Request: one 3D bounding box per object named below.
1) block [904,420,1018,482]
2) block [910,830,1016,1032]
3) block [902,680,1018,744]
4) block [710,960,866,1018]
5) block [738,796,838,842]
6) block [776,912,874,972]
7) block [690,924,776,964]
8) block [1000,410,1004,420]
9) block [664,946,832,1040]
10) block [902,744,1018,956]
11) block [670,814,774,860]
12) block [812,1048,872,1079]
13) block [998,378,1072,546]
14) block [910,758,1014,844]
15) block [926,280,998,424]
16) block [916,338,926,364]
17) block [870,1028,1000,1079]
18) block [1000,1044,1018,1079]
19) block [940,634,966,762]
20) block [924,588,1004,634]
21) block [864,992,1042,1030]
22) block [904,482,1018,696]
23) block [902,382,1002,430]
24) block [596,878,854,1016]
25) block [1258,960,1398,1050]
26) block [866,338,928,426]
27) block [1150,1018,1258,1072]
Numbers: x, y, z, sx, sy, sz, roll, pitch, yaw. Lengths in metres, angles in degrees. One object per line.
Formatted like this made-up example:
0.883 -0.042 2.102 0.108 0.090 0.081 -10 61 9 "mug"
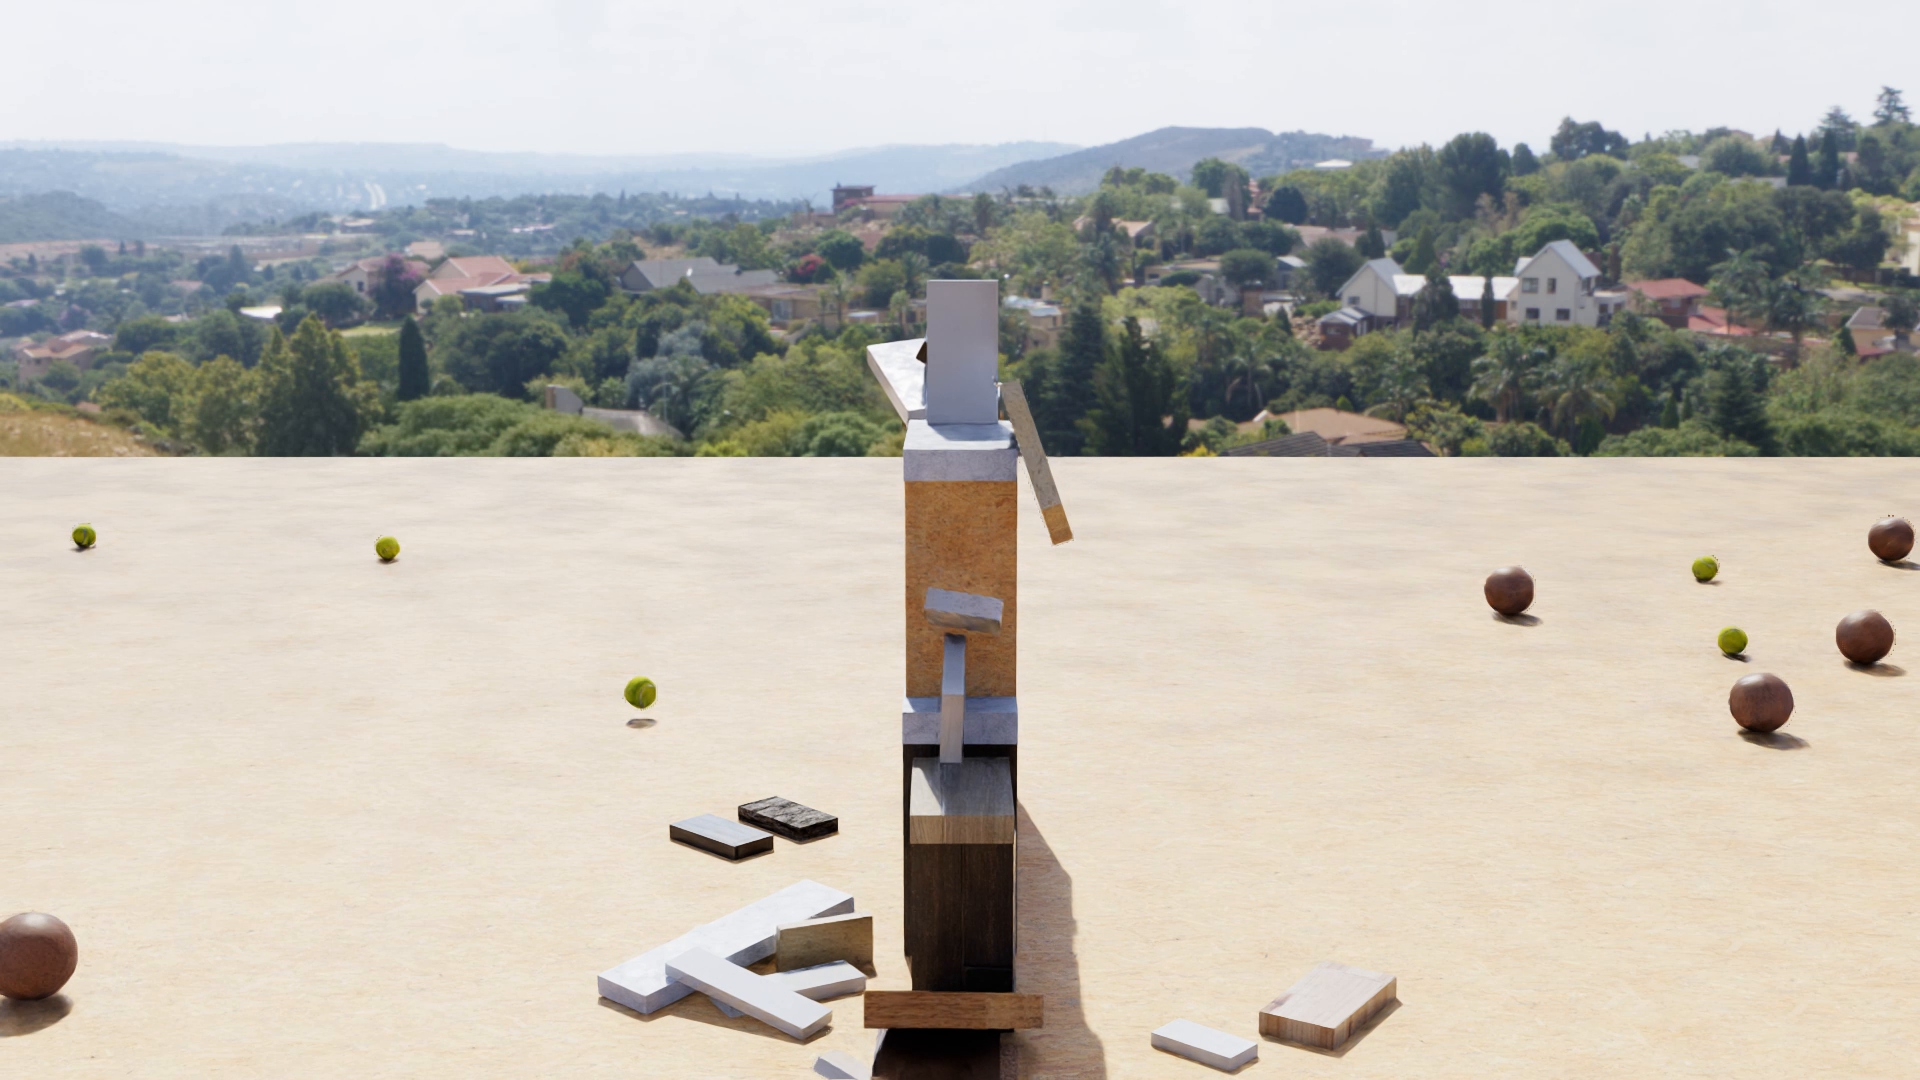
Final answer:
0.001 -0.143 3.446 0.170 0.048 0.340 0 11 0 "block"
0.005 0.549 3.100 0.144 0.287 0.041 1 12 6 "block"
0.000 0.250 3.461 0.174 0.049 0.347 0 11 0 "block"
-0.252 0.660 3.236 0.218 0.021 0.075 -6 12 -29 "block"
-0.316 0.510 4.030 0.090 0.026 0.181 -10 14 -42 "block"
-0.205 0.613 3.340 0.149 0.075 0.021 -5 13 -23 "block"
-0.353 0.627 3.414 0.149 0.021 0.075 3 11 17 "block"
-0.003 0.109 4.275 0.171 0.723 0.048 0 10 0 "block"
-0.306 0.651 3.167 0.260 0.019 0.067 17 23 32 "block"
0.000 0.466 3.384 0.174 0.347 0.049 0 11 0 "block"
-0.426 0.529 3.926 0.181 0.026 0.090 10 15 43 "block"
-0.147 0.691 2.858 0.067 0.019 0.133 28 -4 10 "block"
0.114 -0.118 3.321 0.032 0.229 0.114 -19 -29 2 "block"
0.002 0.371 3.159 0.144 0.041 0.287 0 10 0 "block"
0.004 -0.303 3.548 0.114 0.229 0.032 0 6 0 "block"
-0.006 -0.342 4.009 0.126 0.036 0.251 29 17 -4 "block"
-0.031 0.693 2.740 0.160 0.045 0.320 0 11 1 "block"
-0.006 0.758 2.640 0.160 0.045 0.648 0 11 0 "block"
-0.010 0.229 3.211 0.030 0.107 0.214 2 21 0 "block"
0.007 0.104 3.176 0.107 0.030 0.214 9 -8 2 "block"
-0.004 0.626 2.927 0.160 0.045 0.320 -3 -13 15 "block"
0.002 0.069 3.369 0.170 0.340 0.048 0 11 0 "block"
-0.011 -0.252 4.101 0.171 0.048 0.341 0 10 2 "block"
-0.349 0.614 3.350 0.107 0.030 0.432 12 20 40 "block"
0.531 0.667 3.163 0.114 0.032 0.229 7 12 32 "block"
-0.071 -0.286 3.967 0.126 0.036 0.295 -9 30 -13 "block"
0.338 0.697 3.041 0.133 0.019 0.067 9 14 41 "block"
